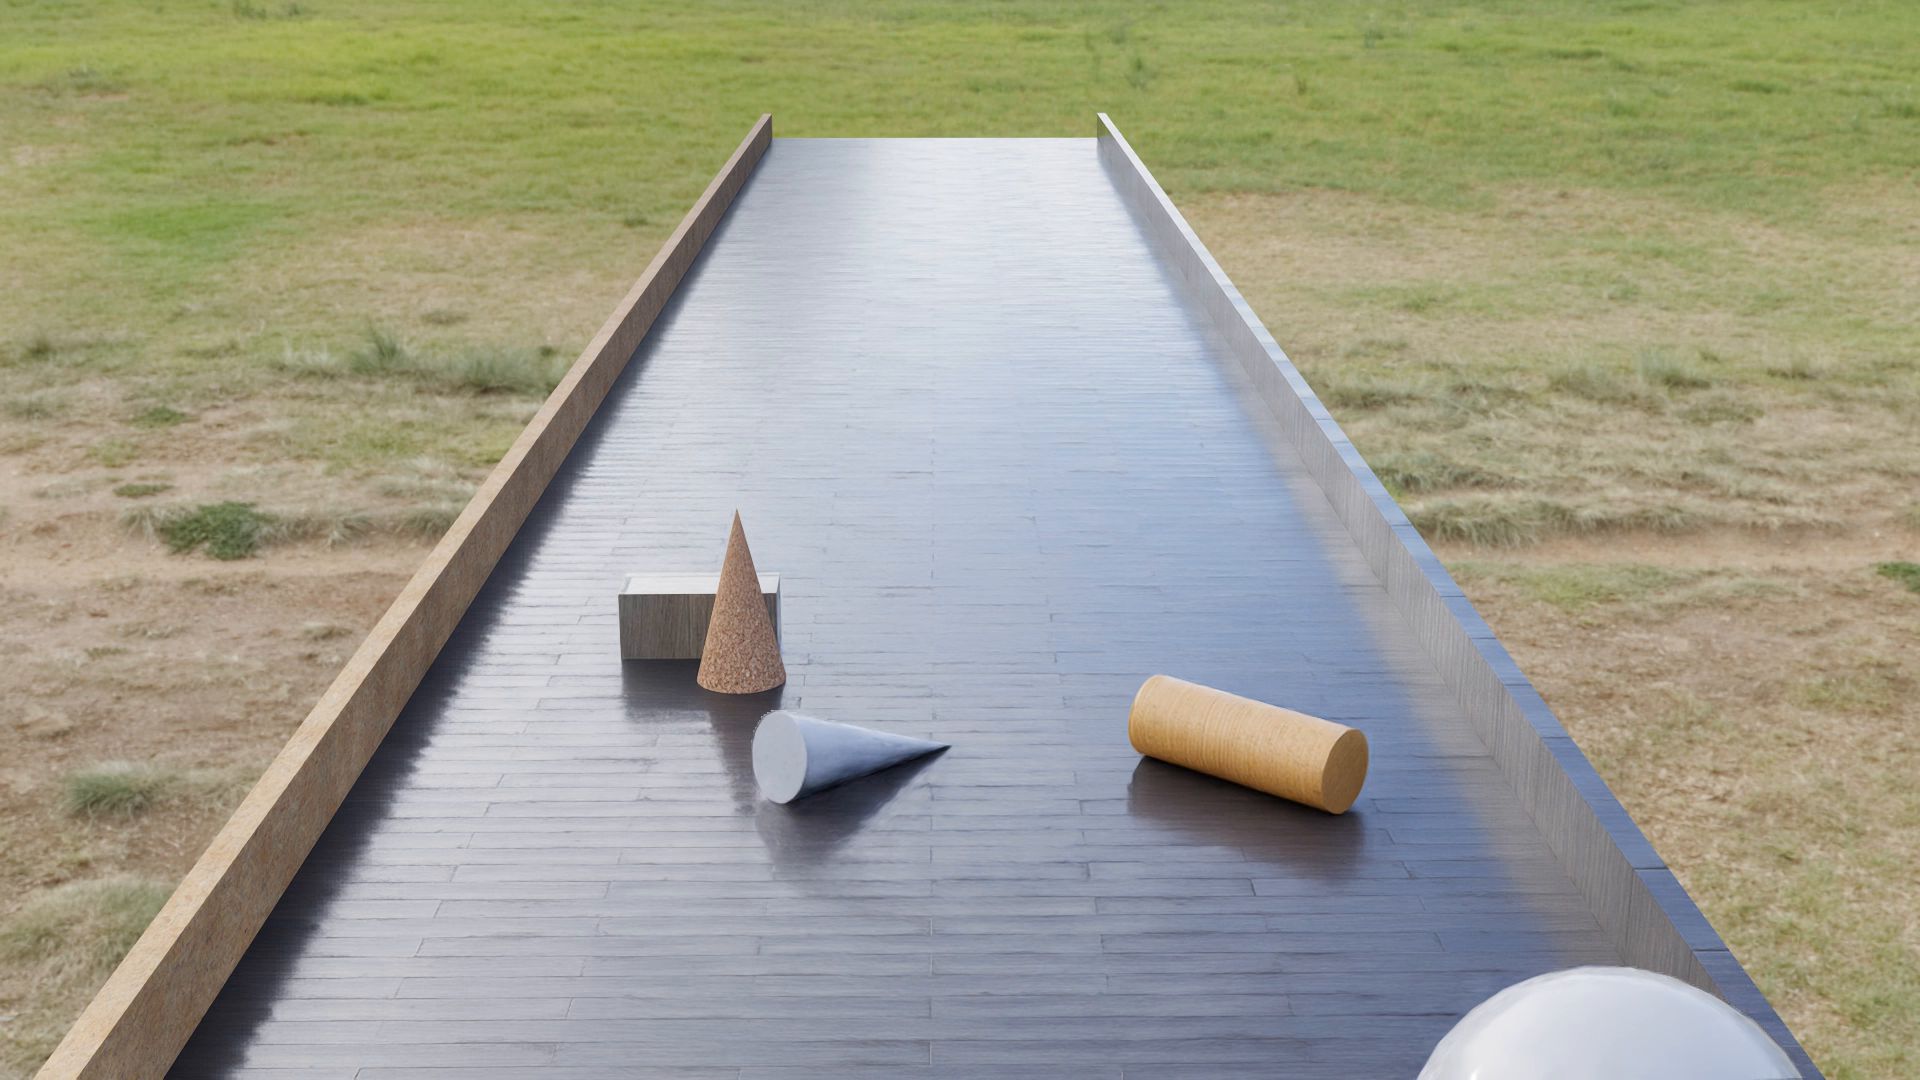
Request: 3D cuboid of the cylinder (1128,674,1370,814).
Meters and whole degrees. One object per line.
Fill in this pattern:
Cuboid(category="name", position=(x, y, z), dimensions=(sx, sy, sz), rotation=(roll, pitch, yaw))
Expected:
Cuboid(category="cylinder", position=(0.494, 0.349, 3.798), dimensions=(0.400, 0.147, 0.147), rotation=(14, 22, 40))

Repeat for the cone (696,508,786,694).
Cuboid(category="cone", position=(-0.428, 0.104, 4.267), dimensions=(0.175, 0.348, 0.175), rotation=(0, 17, 0))

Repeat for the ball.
Cuboid(category="ball", position=(0.604, 0.593, 2.033), dimensions=(0.393, 0.393, 0.393), rotation=(0, 17, 0))

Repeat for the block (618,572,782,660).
Cuboid(category="block", position=(-0.526, 0.153, 4.471), dimensions=(0.315, 0.137, 0.137), rotation=(0, 17, -1))

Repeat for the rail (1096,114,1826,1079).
Cuboid(category="rail", position=(0.932, -0.844, 7.801), dimensions=(0.050, 0.150, 12.000), rotation=(0, 17, -1))

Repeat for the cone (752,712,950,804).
Cuboid(category="cone", position=(-0.160, 0.370, 3.850), dimensions=(0.389, 0.155, 0.155), rotation=(1, 12, -41))

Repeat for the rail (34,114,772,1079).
Cuboid(category="rail", position=(-1.118, -0.838, 7.780), dimensions=(0.050, 0.150, 12.000), rotation=(0, 17, -1))
